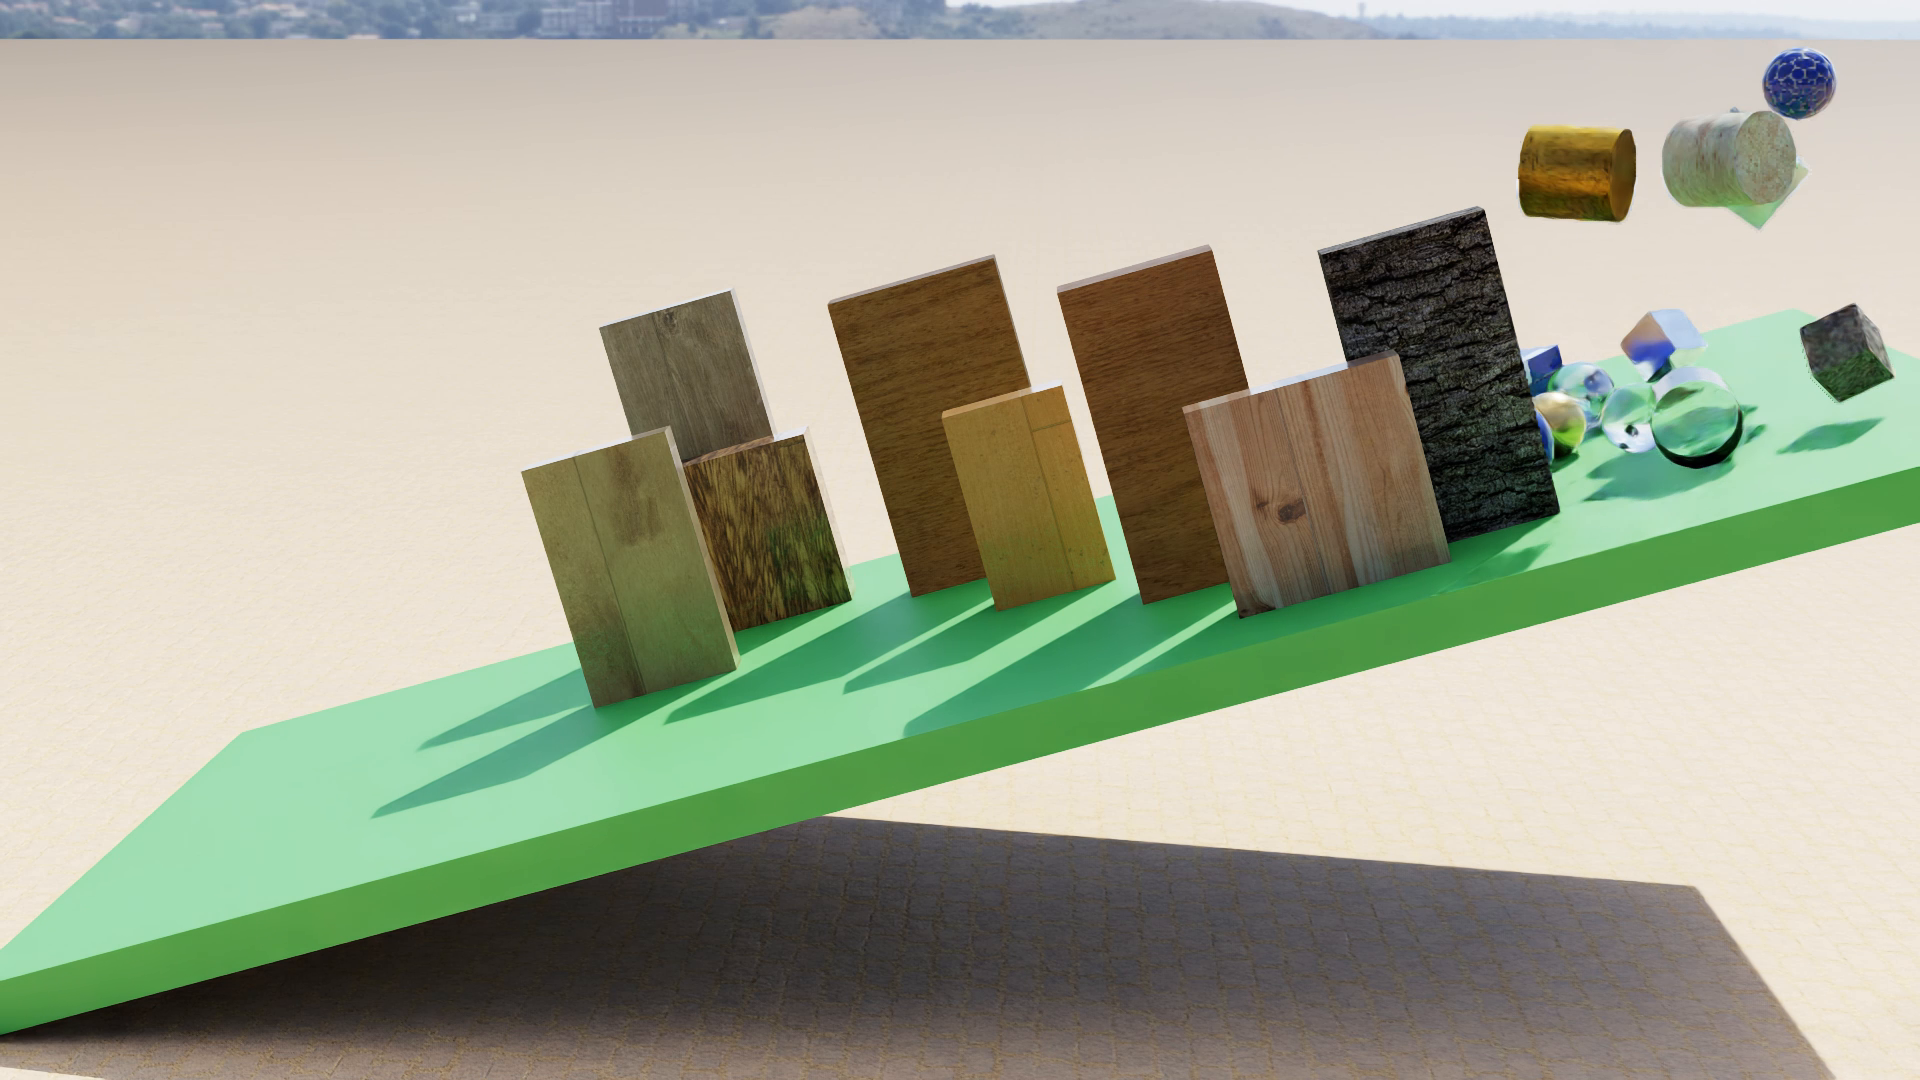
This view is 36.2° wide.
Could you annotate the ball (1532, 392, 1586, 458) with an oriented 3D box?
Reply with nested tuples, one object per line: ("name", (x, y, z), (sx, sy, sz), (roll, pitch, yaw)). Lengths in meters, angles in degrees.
("ball", (1.240, -0.241, 6.159), (0.141, 0.141, 0.141), (0, 10, 0))

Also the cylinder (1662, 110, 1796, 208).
("cylinder", (1.588, -0.786, 6.077), (0.190, 0.190, 0.190), (-7, 7, -34))

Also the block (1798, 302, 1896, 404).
("block", (1.727, -0.364, 5.728), (0.118, 0.118, 0.118), (-28, -41, 29))

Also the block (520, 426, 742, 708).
("block", (-0.717, 0.059, 6.435), (0.327, 0.546, 0.091), (-15, 10, 4))

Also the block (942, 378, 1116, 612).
("block", (0.147, -0.096, 6.250), (0.263, 0.430, 0.109), (-15, 10, 4))

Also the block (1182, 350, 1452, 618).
("block", (0.669, -0.105, 5.522), (0.409, 0.404, 0.089), (-15, 10, 4))

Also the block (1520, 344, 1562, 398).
("block", (1.213, -0.308, 6.468), (0.181, 0.181, 0.181), (-6, 14, 46))

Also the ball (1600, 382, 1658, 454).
("ball", (1.373, -0.247, 5.968), (0.143, 0.143, 0.143), (0, 10, 0))

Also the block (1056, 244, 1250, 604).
("block", (0.433, -0.232, 5.897), (0.316, 0.649, 0.142), (-15, 10, 4))

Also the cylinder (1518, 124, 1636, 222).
("cylinder", (1.209, -0.718, 5.759), (0.182, 0.182, 0.182), (7, 12, 27))

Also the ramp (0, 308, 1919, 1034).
("ramp", (0.085, 0.189, 6.325), (4.000, 0.100, 2.000), (-15, 10, 4))

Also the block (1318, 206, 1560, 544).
("block", (0.920, -0.305, 5.653), (0.316, 0.603, 0.099), (-15, 10, 4))

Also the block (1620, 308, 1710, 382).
("block", (1.572, -0.434, 6.566), (0.114, 0.114, 0.114), (-6, 56, -37))

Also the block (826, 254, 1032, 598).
("block", (-0.015, -0.258, 6.658), (0.387, 0.692, 0.114), (-15, 10, 4))

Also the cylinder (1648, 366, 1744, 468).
("cylinder", (1.434, -0.241, 5.743), (0.172, 0.172, 0.172), (2, 13, 10))

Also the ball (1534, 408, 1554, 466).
("ball", (1.078, -0.183, 5.819), (0.193, 0.193, 0.193), (0, 10, 0))

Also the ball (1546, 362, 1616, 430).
("ball", (1.343, -0.311, 6.363), (0.151, 0.151, 0.151), (0, 10, 0))

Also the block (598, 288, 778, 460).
("block", (-0.607, -0.208, 7.171), (0.332, 0.750, 0.093), (-15, 10, 4))

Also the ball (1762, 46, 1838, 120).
("ball", (1.796, -0.977, 6.292), (0.155, 0.155, 0.155), (0, 10, 0))

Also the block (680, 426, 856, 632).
("block", (-0.484, -0.016, 6.908), (0.373, 0.406, 0.144), (-15, 10, 4))

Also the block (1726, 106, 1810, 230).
("block", (1.725, -0.816, 6.449), (0.165, 0.165, 0.165), (32, 22, -14))
